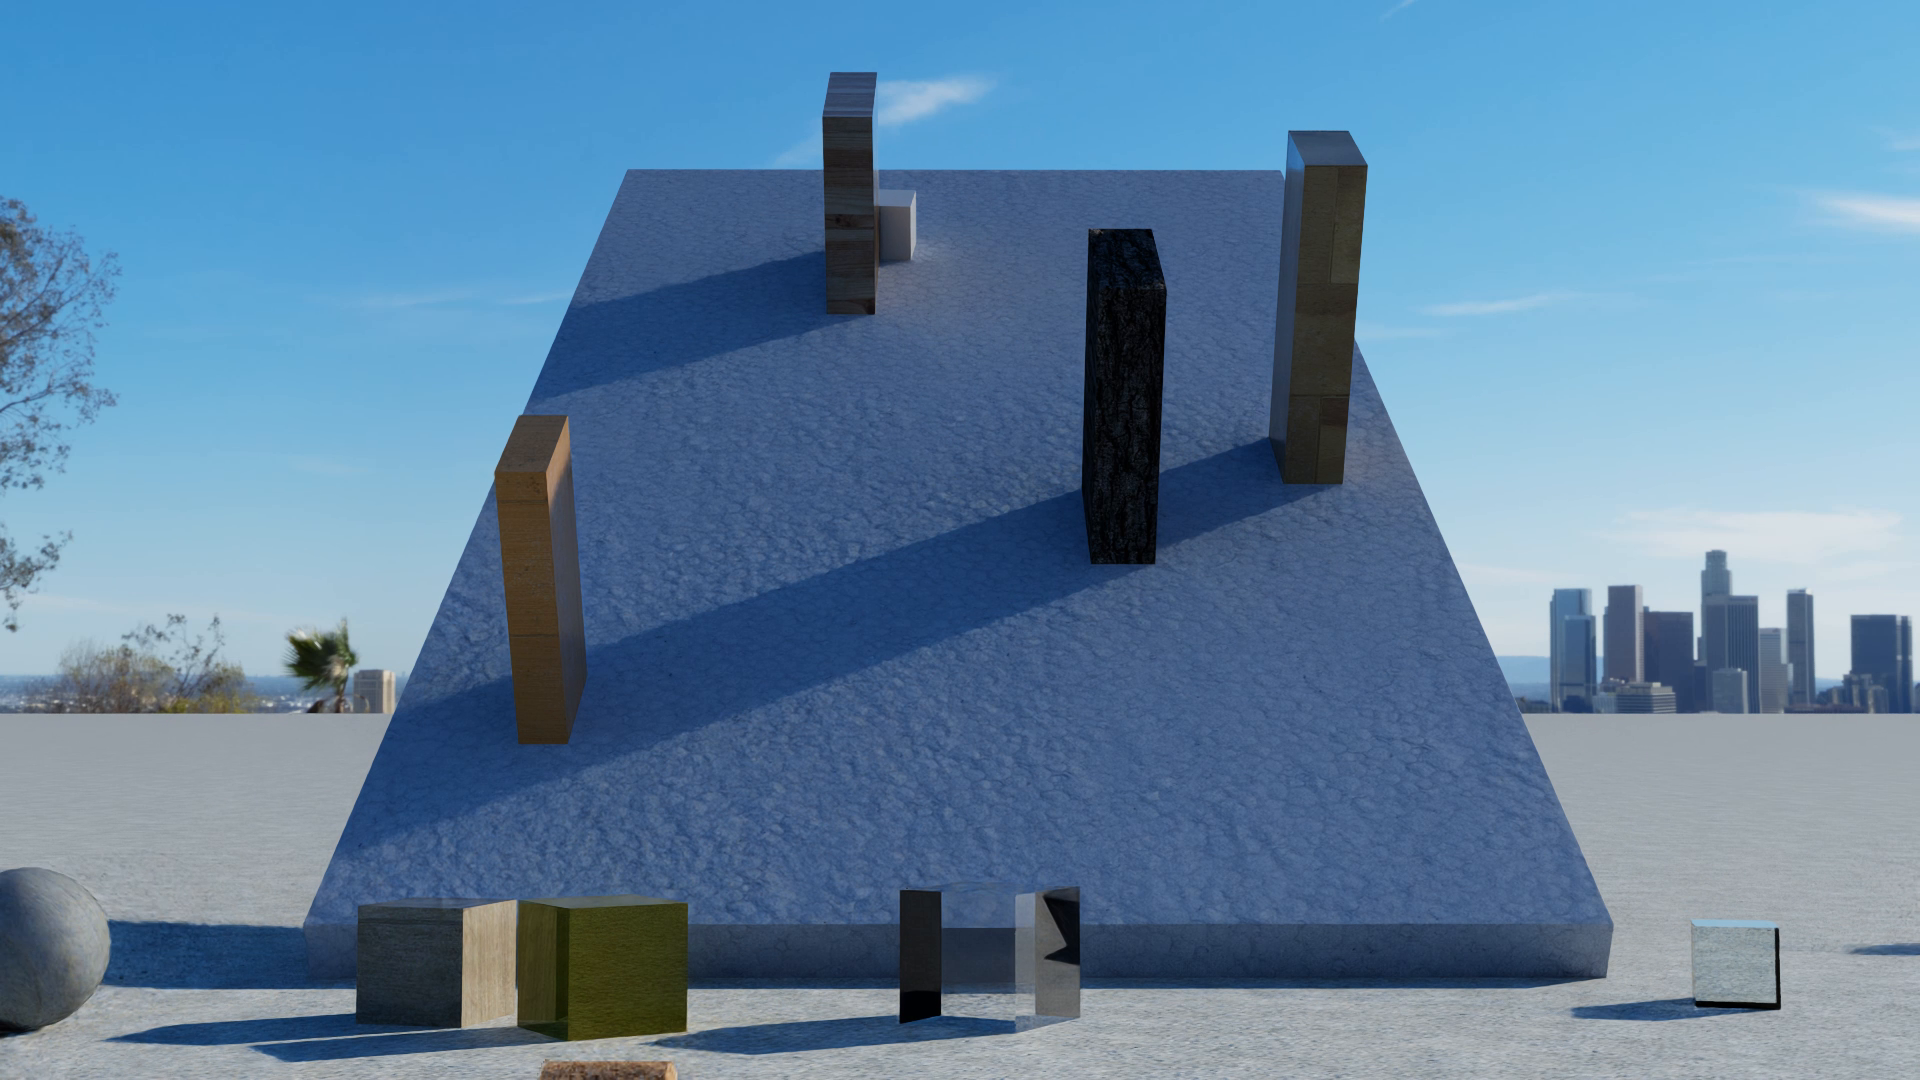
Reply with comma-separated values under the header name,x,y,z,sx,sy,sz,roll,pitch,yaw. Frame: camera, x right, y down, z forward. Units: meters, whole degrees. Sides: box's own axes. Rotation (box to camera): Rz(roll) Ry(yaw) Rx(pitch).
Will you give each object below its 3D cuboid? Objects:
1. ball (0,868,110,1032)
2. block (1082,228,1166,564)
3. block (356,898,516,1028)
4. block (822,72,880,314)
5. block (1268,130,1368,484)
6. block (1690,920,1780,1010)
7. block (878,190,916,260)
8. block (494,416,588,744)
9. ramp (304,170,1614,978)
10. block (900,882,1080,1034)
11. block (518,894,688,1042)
name,x,y,z,sx,sy,sz,roll,pitch,yaw
ball,-1.213,0.530,3.046,0.209,0.209,0.209,0,-4,0
block,0.327,-0.294,4.755,0.129,0.581,0.370,0,25,0
block,-0.703,0.566,3.162,0.154,0.154,0.154,-1,-4,16
block,-0.280,-0.907,6.114,0.124,0.517,0.440,0,25,0
block,0.763,-0.497,5.035,0.128,0.709,0.259,0,25,0
block,1.095,0.598,3.319,0.112,0.112,0.112,-1,-4,15
block,-0.203,-0.869,6.459,0.151,0.151,0.151,2,26,4
block,-0.722,0.068,4.067,0.085,0.514,0.245,0,25,0
ramp,-0.009,-0.229,5.410,2.000,0.100,4.000,0,25,0
block,0.041,0.553,3.135,0.176,0.176,0.176,-2,-5,31
block,-0.466,0.553,3.055,0.165,0.165,0.165,3,-5,-33
